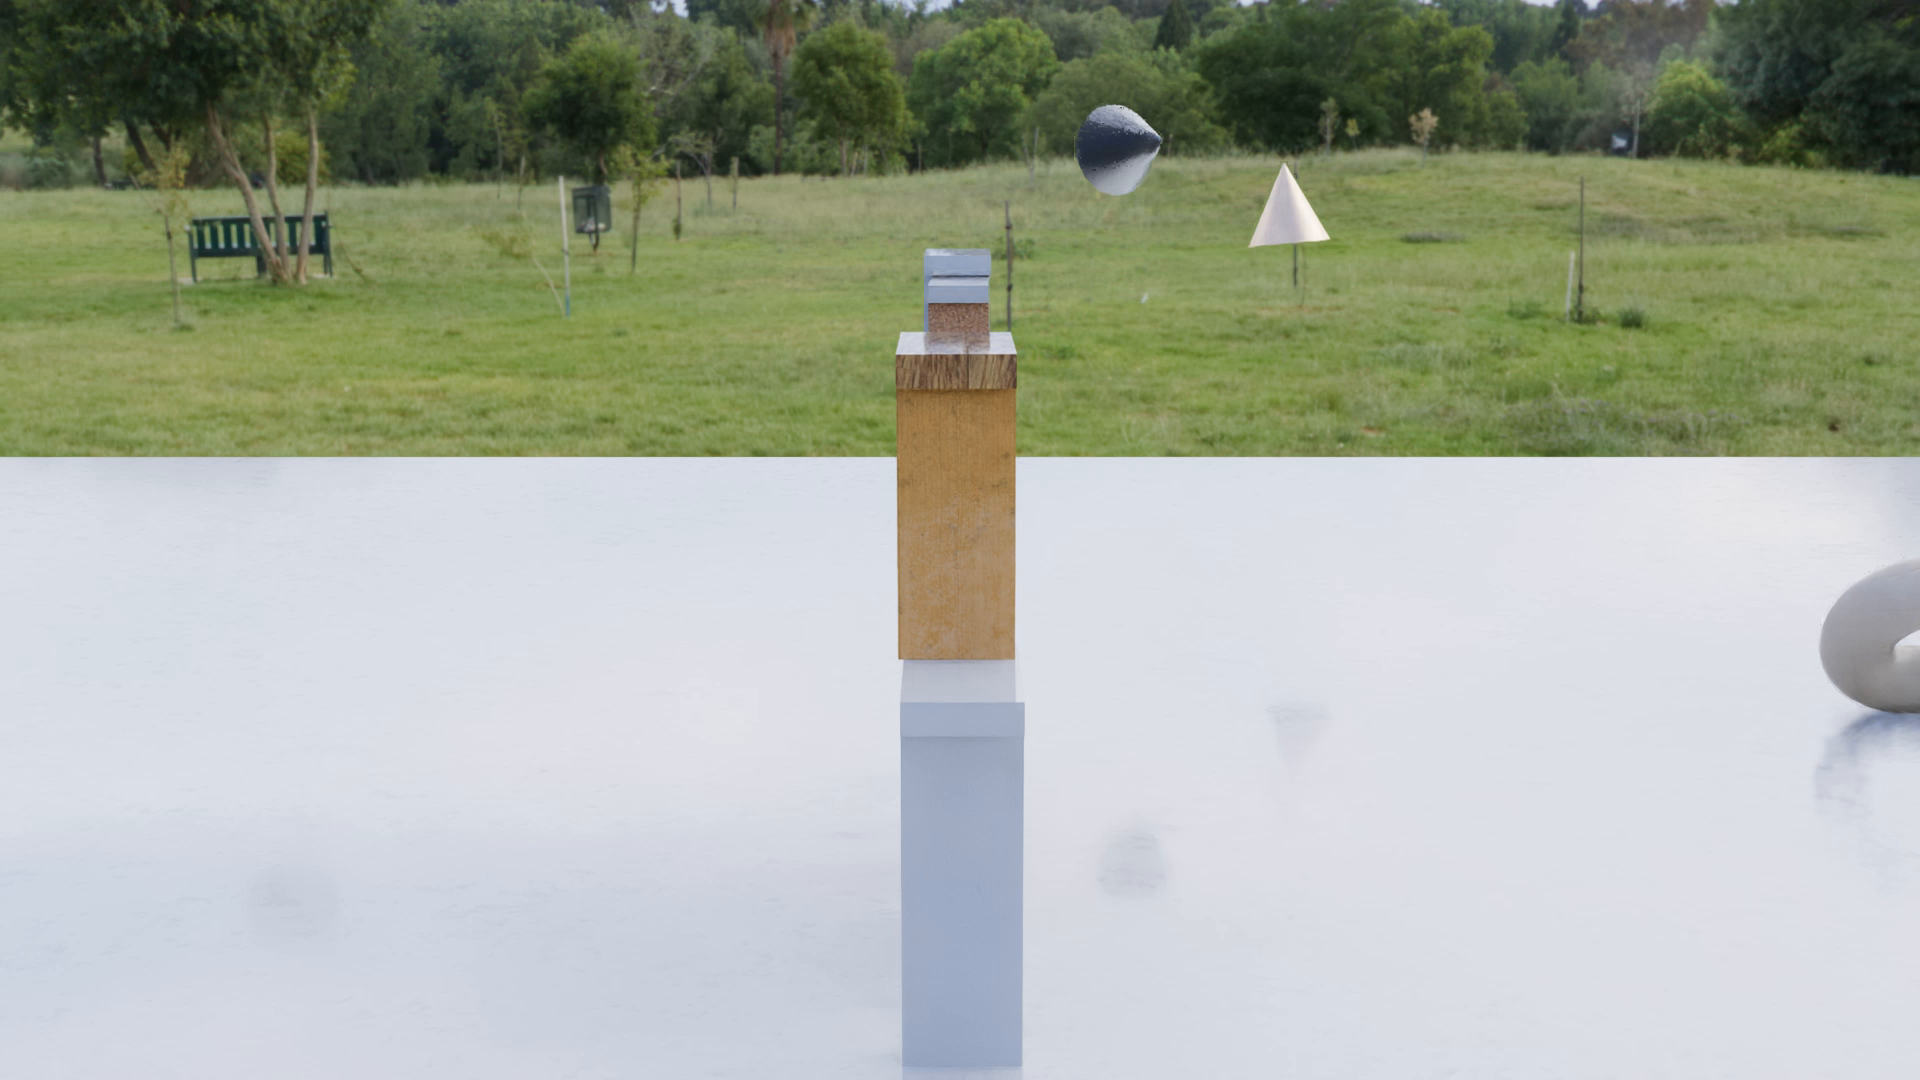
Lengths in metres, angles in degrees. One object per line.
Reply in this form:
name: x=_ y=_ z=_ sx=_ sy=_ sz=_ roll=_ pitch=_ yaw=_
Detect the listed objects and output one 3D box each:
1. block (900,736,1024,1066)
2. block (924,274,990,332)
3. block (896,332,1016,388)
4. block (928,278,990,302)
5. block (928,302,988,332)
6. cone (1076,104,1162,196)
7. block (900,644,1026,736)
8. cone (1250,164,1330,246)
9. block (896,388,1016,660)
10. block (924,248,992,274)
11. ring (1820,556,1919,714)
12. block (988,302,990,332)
block: x=0.003 y=0.479 z=2.971 sx=0.163 sy=0.473 sz=0.046 roll=0 pitch=10 yaw=0
block: x=-0.004 y=-0.336 z=3.688 sx=0.111 sy=0.222 sz=0.031 roll=0 pitch=10 yaw=0
block: x=-0.006 y=-0.260 z=3.155 sx=0.165 sy=0.047 sz=0.330 roll=0 pitch=11 yaw=0
block: x=0.000 y=-0.402 z=3.536 sx=0.095 sy=0.027 sz=0.191 roll=0 pitch=11 yaw=1
block: x=-0.001 y=-0.106 z=3.525 sx=0.095 sy=0.551 sz=0.027 roll=0 pitch=10 yaw=0
cone: x=0.462 y=-1.022 z=5.685 sx=0.237 sy=0.237 sz=0.237 roll=-5 pitch=5 yaw=-27
block: x=0.002 y=0.204 z=3.030 sx=0.163 sy=0.046 sz=0.327 roll=0 pitch=10 yaw=0
cone: x=0.874 y=-0.904 z=5.887 sx=0.217 sy=0.217 sz=0.217 roll=-5 pitch=7 yaw=1
block: x=-0.005 y=-0.026 z=3.086 sx=0.165 sy=0.387 sz=0.047 roll=0 pitch=10 yaw=0
block: x=-0.004 y=-0.474 z=3.738 sx=0.111 sy=0.031 sz=0.222 roll=0 pitch=11 yaw=0
ring: x=2.070 y=0.205 z=4.697 sx=0.446 sy=0.446 sz=0.149 roll=1 pitch=47 yaw=3
block: x=0.002 y=-0.306 z=3.618 sx=0.095 sy=0.191 sz=0.027 roll=0 pitch=11 yaw=0
